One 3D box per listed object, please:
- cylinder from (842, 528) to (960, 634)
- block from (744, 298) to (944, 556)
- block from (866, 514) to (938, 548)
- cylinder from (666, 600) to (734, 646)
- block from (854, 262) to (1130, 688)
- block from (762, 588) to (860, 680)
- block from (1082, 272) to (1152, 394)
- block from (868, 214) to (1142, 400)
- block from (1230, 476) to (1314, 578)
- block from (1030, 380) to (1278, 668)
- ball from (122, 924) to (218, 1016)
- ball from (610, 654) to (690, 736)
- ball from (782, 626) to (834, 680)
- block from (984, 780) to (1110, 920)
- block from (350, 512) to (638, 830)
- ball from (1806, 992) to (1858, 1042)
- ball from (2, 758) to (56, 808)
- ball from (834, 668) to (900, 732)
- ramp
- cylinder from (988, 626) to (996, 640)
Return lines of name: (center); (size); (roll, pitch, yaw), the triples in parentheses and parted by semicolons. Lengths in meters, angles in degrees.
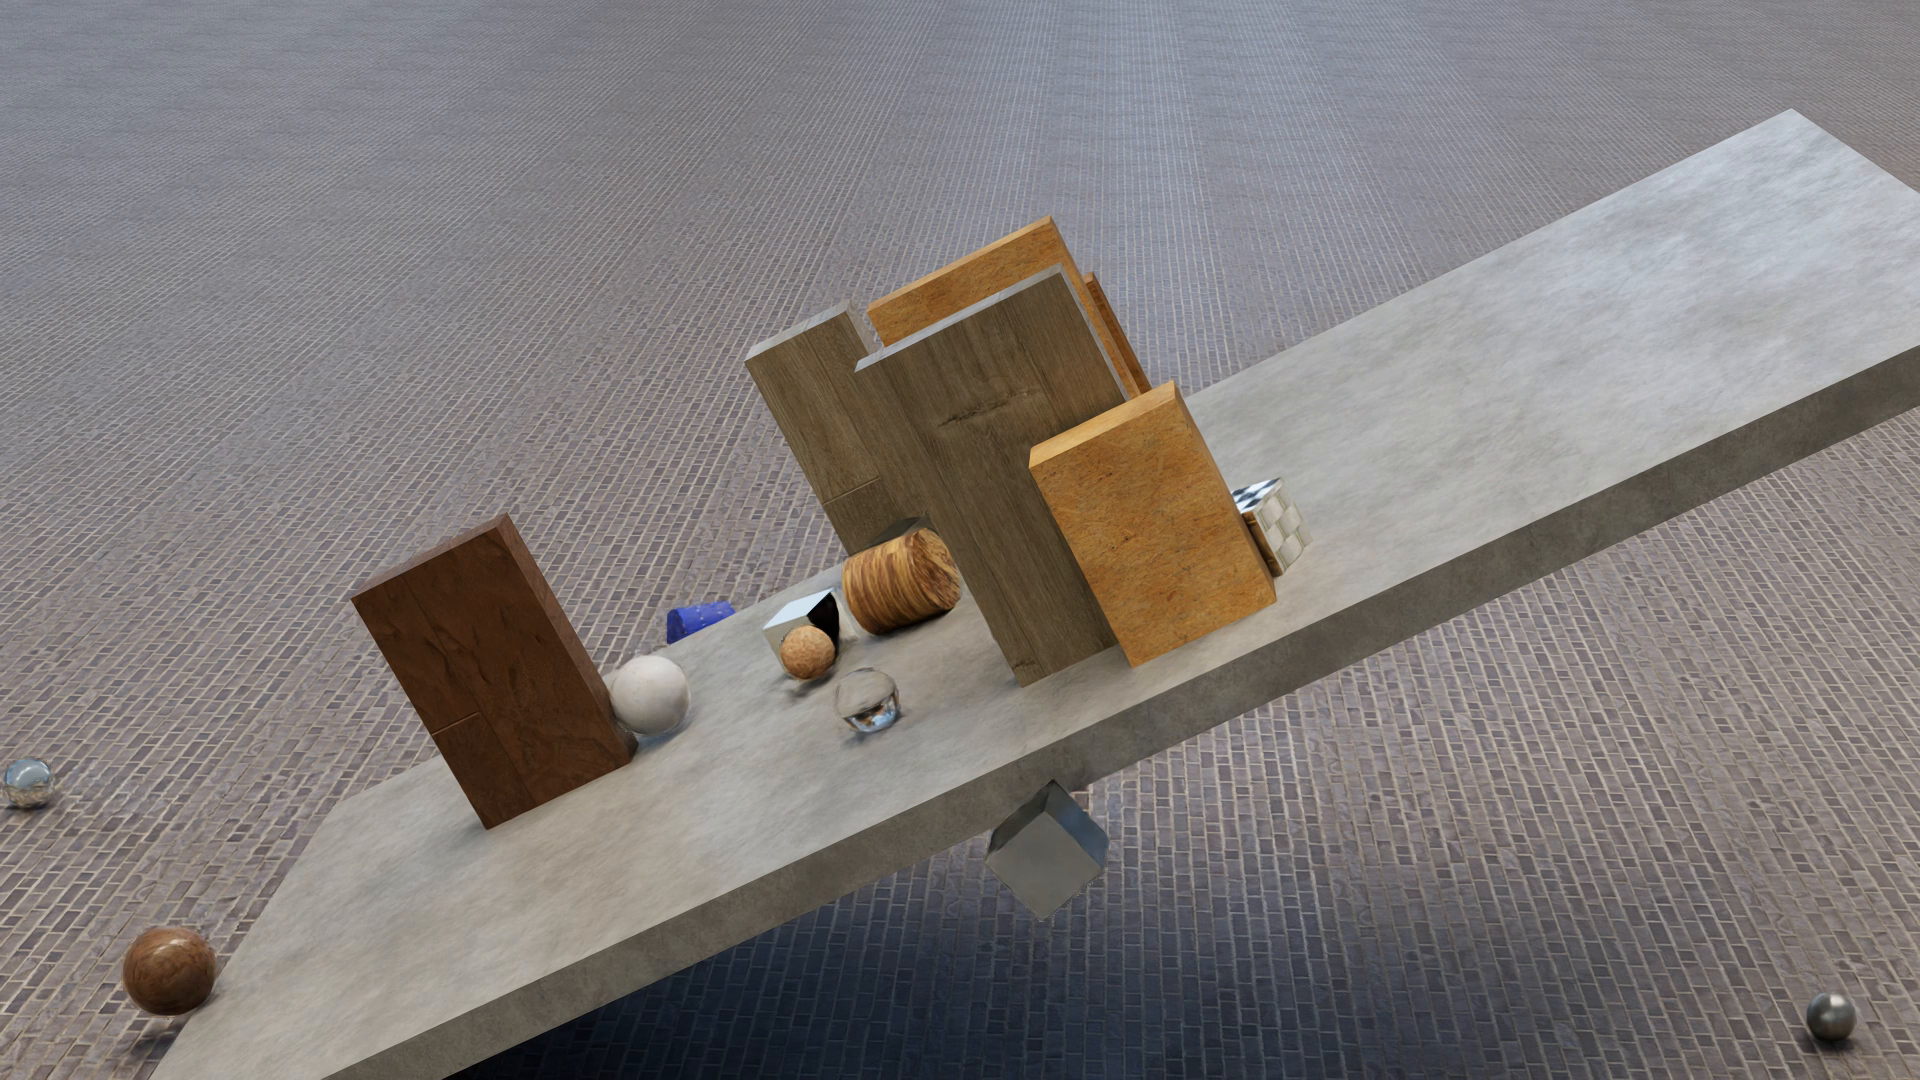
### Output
cylinder: (-0.130, 0.092, 6.470); (0.186, 0.186, 0.186); (-21, 7, 27)
block: (-0.244, -0.236, 6.994); (0.270, 0.606, 0.149); (-25, 14, 10)
block: (-0.121, 0.023, 6.863); (0.112, 0.112, 0.112); (-14, 19, 45)
cylinder: (-0.780, 0.281, 8.911); (0.170, 0.170, 0.170); (-9, 19, -26)
block: (0.154, -0.119, 5.601); (0.431, 0.698, 0.098); (-25, 14, 10)
block: (-0.333, 0.209, 6.553); (0.130, 0.130, 0.130); (-19, 16, 33)
block: (0.255, -0.298, 6.509); (0.329, 0.488, 0.101); (-25, 14, 10)
block: (0.163, -0.237, 5.945); (0.407, 0.731, 0.083); (-25, 14, 10)
block: (0.558, -0.012, 5.611); (0.142, 0.142, 0.142); (-17, 17, 39)
block: (0.358, -0.030, 5.452); (0.295, 0.429, 0.145); (-25, 14, 10)
ball: (-1.727, 0.941, 6.428); (0.200, 0.200, 0.200); (0, 17, 0)
ball: (-0.695, 0.348, 6.593); (0.180, 0.180, 0.180); (0, 17, 0)
ball: (-0.330, 0.245, 6.384); (0.117, 0.117, 0.117); (0, 17, 0)
block: (0.155, 0.549, 5.214); (0.148, 0.148, 0.148); (-42, 7, 17)
block: (-1.035, 0.296, 6.573); (0.374, 0.611, 0.117); (-25, 14, 10)
ball: (1.919, 1.050, 6.476); (0.108, 0.108, 0.108); (0, 17, 0)
ball: (-2.463, 0.644, 7.780); (0.134, 0.134, 0.134); (0, 17, 0)
ball: (-0.186, 0.319, 5.869); (0.129, 0.129, 0.129); (0, 17, 0)
ramp: (0.139, 0.168, 6.281); (4.000, 0.100, 2.000); (-25, 14, 10)
cylinder: (0.139, 0.151, 5.871); (0.121, 0.121, 0.121); (12, 36, 34)
